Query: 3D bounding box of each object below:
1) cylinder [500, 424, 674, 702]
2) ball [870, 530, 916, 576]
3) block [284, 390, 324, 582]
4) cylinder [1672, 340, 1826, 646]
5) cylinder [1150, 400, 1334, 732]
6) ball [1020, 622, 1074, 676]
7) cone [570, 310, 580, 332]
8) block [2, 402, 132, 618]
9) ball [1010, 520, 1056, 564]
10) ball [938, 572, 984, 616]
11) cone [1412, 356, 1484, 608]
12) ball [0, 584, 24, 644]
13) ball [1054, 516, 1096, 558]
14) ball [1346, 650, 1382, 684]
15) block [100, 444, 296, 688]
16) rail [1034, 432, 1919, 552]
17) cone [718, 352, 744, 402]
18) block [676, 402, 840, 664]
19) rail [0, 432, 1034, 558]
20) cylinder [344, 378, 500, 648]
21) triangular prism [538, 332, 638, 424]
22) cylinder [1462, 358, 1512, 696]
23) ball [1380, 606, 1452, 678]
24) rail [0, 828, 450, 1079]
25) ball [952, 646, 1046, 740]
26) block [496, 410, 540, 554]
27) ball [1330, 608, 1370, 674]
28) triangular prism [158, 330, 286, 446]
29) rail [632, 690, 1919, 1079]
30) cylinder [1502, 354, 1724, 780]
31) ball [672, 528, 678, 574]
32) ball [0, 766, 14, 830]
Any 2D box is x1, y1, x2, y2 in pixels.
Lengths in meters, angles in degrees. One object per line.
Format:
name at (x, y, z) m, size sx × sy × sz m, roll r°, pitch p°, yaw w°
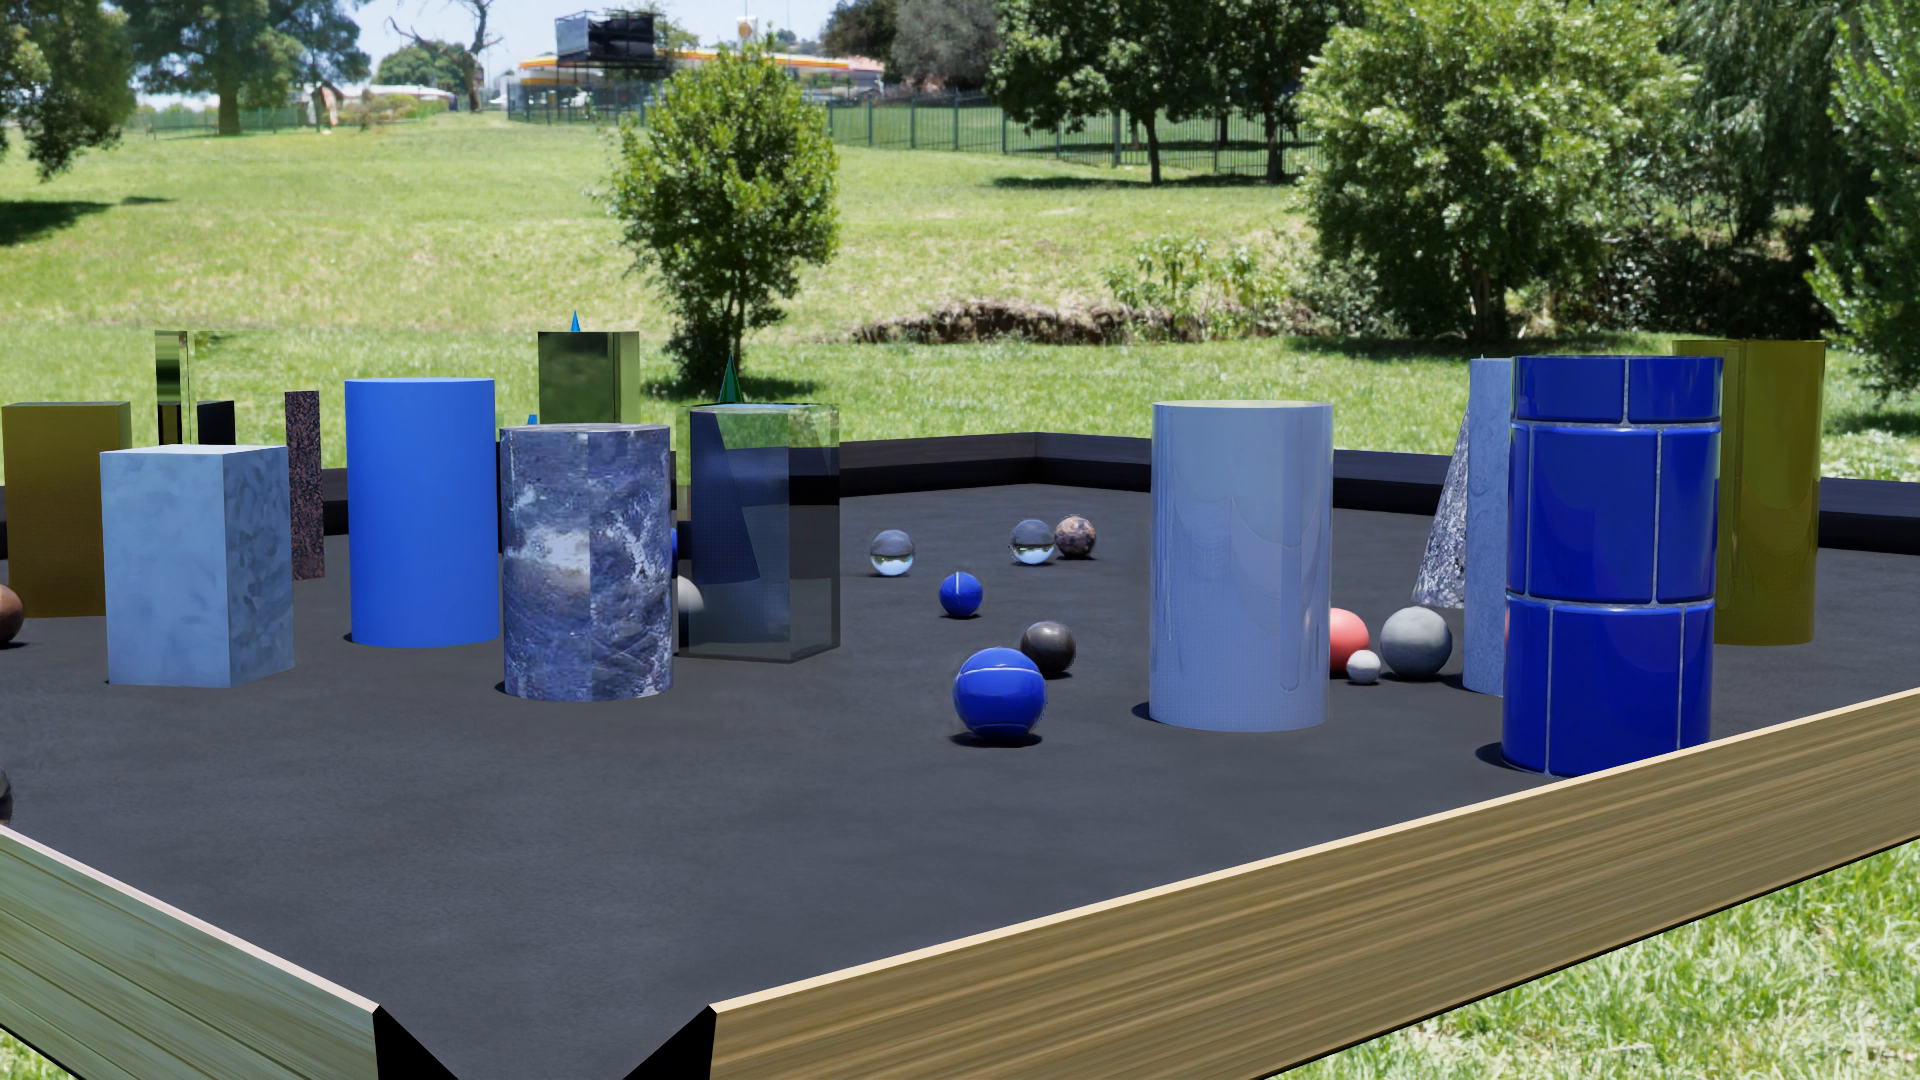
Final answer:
cylinder at (-0.439, 0.021, 2.592) m, size 0.197 × 0.308 × 0.197 m, roll 0°, pitch 6°, yaw 0°
ball at (-0.113, 0.021, 3.702) m, size 0.078 × 0.078 × 0.078 m, roll 0°, pitch 6°, yaw 0°
block at (-1.173, -0.091, 3.644) m, size 0.158 × 0.312 × 0.158 m, roll 4°, pitch 7°, yaw 32°
cylinder at (1.070, -0.070, 3.006) m, size 0.197 × 0.403 × 0.197 m, roll 0°, pitch 6°, yaw 0°
cylinder at (0.307, 0.022, 2.409) m, size 0.197 × 0.344 × 0.197 m, roll 0°, pitch 6°, yaw 0°
ball at (0.107, 0.133, 2.686) m, size 0.067 × 0.067 × 0.067 m, roll 0°, pitch 6°, yaw 0°
cone at (-0.753, -0.230, 4.324) m, size 0.197 × 0.447 × 0.197 m, roll 0°, pitch 6°, yaw 0°
block at (-1.318, -0.048, 3.264) m, size 0.158 × 0.307 × 0.158 m, roll -2°, pitch 6°, yaw -14°
ball at (0.128, 0.003, 3.867) m, size 0.079 × 0.079 × 0.079 m, roll 0°, pitch 6°, yaw 0°
ball at (0.001, 0.079, 3.207) m, size 0.065 × 0.065 × 0.065 m, roll 0°, pitch 6°, yaw 0°
cone at (0.794, -0.095, 3.363) m, size 0.197 × 0.380 × 0.197 m, roll 0°, pitch 6°, yaw 0°
ball at (-1.288, 0.099, 2.919) m, size 0.085 × 0.085 × 0.085 m, roll 0°, pitch 6°, yaw 0°
ball at (0.208, -0.004, 3.957) m, size 0.075 × 0.075 × 0.075 m, roll 0°, pitch 6°, yaw 0°
ball at (0.483, 0.152, 2.629) m, size 0.041 × 0.041 × 0.041 m, roll 0°, pitch 6°, yaw 0°
block at (-0.925, 0.028, 2.676) m, size 0.158 × 0.277 × 0.158 m, roll 1°, pitch 6°, yaw 11°
rail at (1.292, -0.090, 4.518) m, size 0.045 × 0.128 × 3.287 m, roll -5°, pitch 8°, yaw -42°
cone at (-0.392, -0.136, 3.773) m, size 0.197 × 0.375 × 0.197 m, roll 0°, pitch 6°, yaw 0°
block at (-0.261, -0.014, 2.862) m, size 0.158 × 0.323 × 0.158 m, roll 2°, pitch 6°, yaw 20°
rail at (-1.098, -0.090, 4.516) m, size 3.564 × 0.128 × 0.045 m, roll -5°, pitch 8°, yaw -42°
cylinder at (-0.729, -0.042, 2.989) m, size 0.197 × 0.351 × 0.197 m, roll 0°, pitch 6°, yaw 0°
triangular prism at (-0.582, -0.140, 3.650) m, size 0.171 × 0.410 × 0.148 m, roll 4°, pitch 7°, yaw 32°
cylinder at (0.698, -0.018, 2.591) m, size 0.197 × 0.387 × 0.197 m, roll 0°, pitch 6°, yaw 0°
ball at (0.554, 0.124, 2.671) m, size 0.087 × 0.087 × 0.087 m, roll 0°, pitch 6°, yaw 0°
rail at (-1.292, 0.157, 2.146) m, size 0.045 × 0.128 × 3.287 m, roll -5°, pitch 8°, yaw -42°
ball at (0.041, 0.159, 2.284) m, size 0.097 × 0.097 × 0.097 m, roll 0°, pitch 6°, yaw 0°
block at (-0.791, -0.110, 4.091) m, size 0.158 × 0.257 × 0.158 m, roll 4°, pitch 7°, yaw 30°
ball at (0.461, 0.124, 2.696) m, size 0.081 × 0.081 × 0.081 m, roll 0°, pitch 6°, yaw 0°
triangular prism at (-0.989, -0.075, 2.988) m, size 0.148 × 0.418 × 0.171 m, roll -3°, pitch 7°, yaw -30°
rail at (1.098, 0.157, 2.148) m, size 3.564 × 0.128 × 0.045 m, roll -5°, pitch 8°, yaw -42°
cylinder at (0.636, 0.021, 2.152) m, size 0.197 × 0.399 × 0.197 m, roll 0°, pitch 6°, yaw 0°
ball at (-0.497, 0.020, 3.691) m, size 0.083 × 0.083 × 0.083 m, roll 0°, pitch 6°, yaw 0°
ball at (-0.814, 0.212, 1.769) m, size 0.099 × 0.099 × 0.099 m, roll 0°, pitch 6°, yaw 0°
